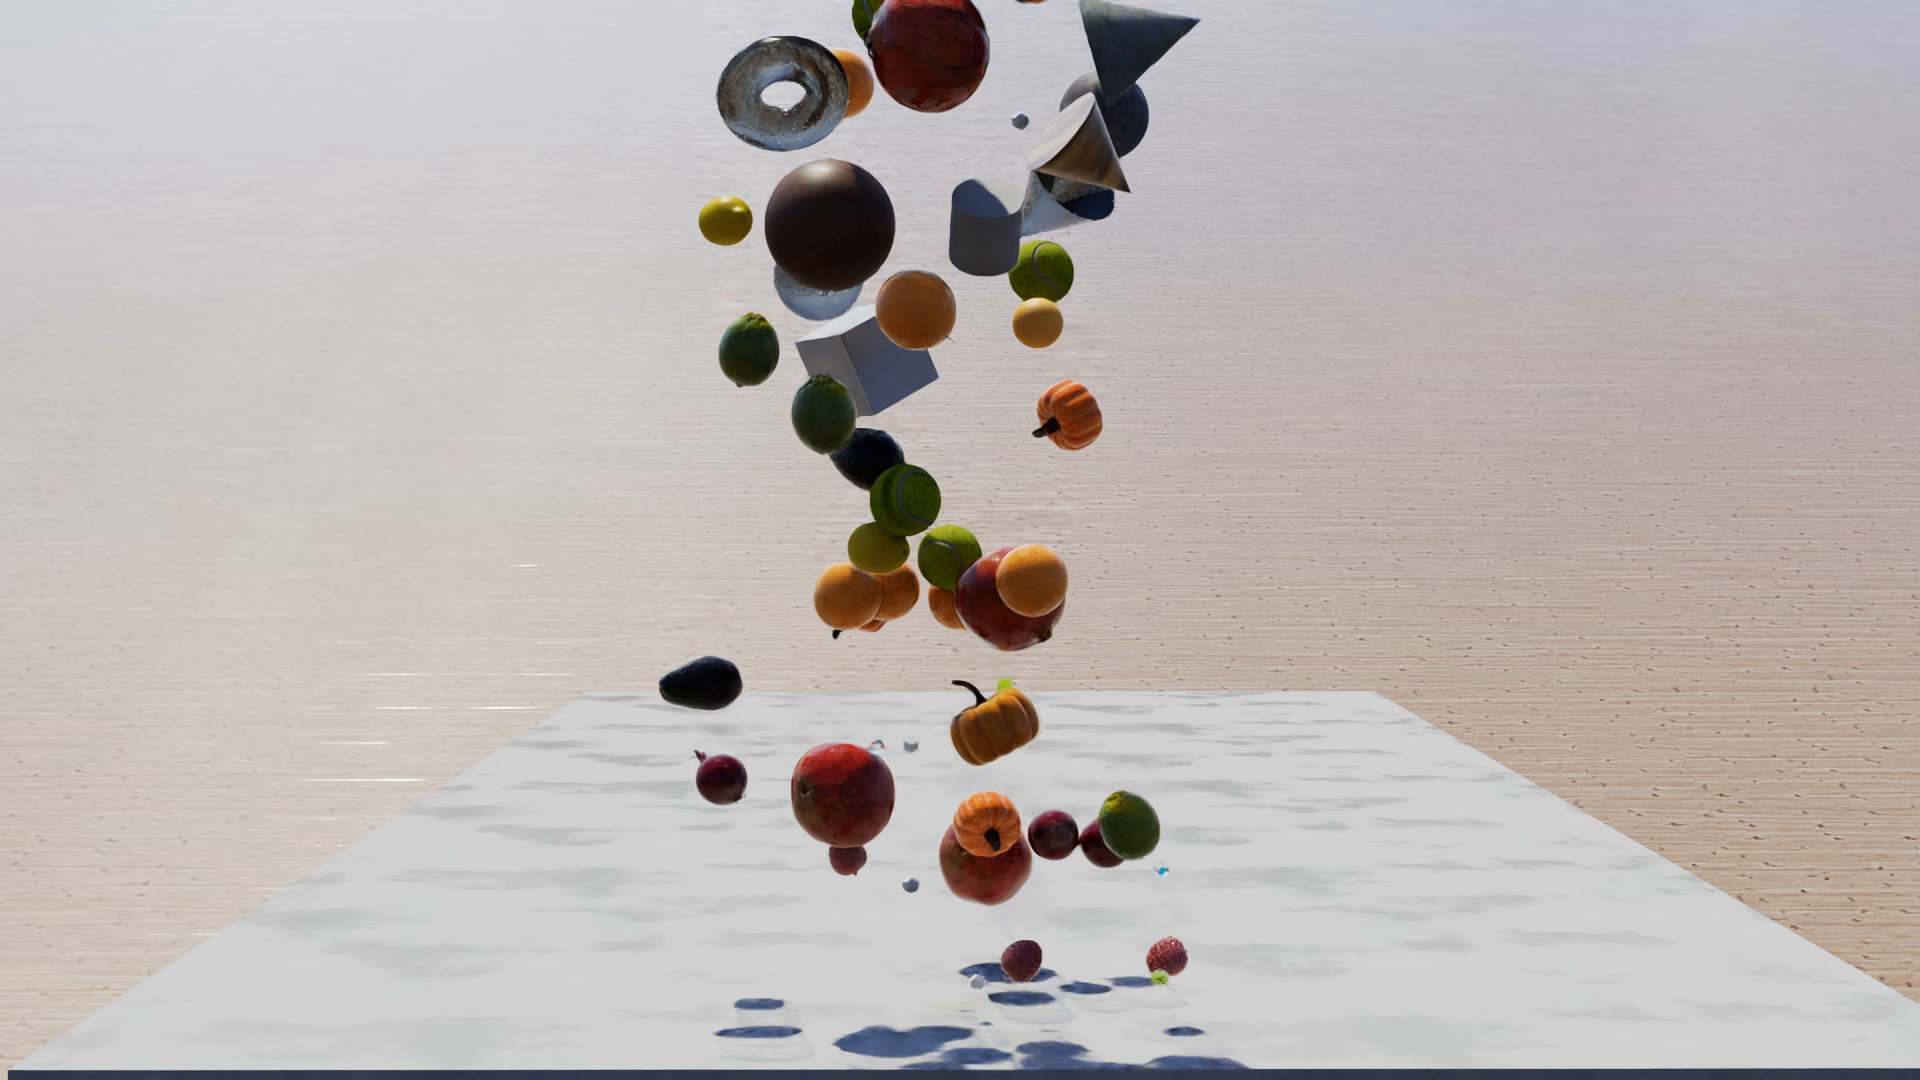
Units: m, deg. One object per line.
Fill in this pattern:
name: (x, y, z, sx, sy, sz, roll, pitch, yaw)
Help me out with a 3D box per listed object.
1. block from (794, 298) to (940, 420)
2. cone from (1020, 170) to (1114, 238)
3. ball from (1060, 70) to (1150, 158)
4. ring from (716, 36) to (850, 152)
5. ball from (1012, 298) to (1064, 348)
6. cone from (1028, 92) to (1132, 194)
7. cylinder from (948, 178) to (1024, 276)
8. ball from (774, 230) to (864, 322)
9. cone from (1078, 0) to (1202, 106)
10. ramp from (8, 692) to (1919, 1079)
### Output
block: (-0.098, -0.190, 2.722, 0.092, 0.092, 0.092, -32, 17, -31)
cone: (0.084, -0.326, 2.541, 0.098, 0.098, 0.098, 23, 47, -26)
ball: (0.141, -0.415, 2.517, 0.088, 0.088, 0.088, 0, 24, 0)
ring: (-0.161, -0.405, 2.341, 0.122, 0.122, 0.041, -3, 49, -7)
ball: (0.079, -0.219, 2.601, 0.051, 0.051, 0.051, 0, 24, 0)
cone: (0.125, -0.347, 2.368, 0.090, 0.090, 0.090, 39, 16, -19)
cylinder: (0.025, -0.301, 2.476, 0.068, 0.068, 0.068, 2, 43, -2)
ball: (-0.145, -0.272, 2.651, 0.093, 0.093, 0.093, 0, 24, 0)
cone: (0.164, -0.442, 2.258, 0.100, 0.100, 0.100, -16, 23, 7)
ramp: (0.056, 0.504, 4.548, 2.000, 0.100, 4.000, 0, 2, 0)
